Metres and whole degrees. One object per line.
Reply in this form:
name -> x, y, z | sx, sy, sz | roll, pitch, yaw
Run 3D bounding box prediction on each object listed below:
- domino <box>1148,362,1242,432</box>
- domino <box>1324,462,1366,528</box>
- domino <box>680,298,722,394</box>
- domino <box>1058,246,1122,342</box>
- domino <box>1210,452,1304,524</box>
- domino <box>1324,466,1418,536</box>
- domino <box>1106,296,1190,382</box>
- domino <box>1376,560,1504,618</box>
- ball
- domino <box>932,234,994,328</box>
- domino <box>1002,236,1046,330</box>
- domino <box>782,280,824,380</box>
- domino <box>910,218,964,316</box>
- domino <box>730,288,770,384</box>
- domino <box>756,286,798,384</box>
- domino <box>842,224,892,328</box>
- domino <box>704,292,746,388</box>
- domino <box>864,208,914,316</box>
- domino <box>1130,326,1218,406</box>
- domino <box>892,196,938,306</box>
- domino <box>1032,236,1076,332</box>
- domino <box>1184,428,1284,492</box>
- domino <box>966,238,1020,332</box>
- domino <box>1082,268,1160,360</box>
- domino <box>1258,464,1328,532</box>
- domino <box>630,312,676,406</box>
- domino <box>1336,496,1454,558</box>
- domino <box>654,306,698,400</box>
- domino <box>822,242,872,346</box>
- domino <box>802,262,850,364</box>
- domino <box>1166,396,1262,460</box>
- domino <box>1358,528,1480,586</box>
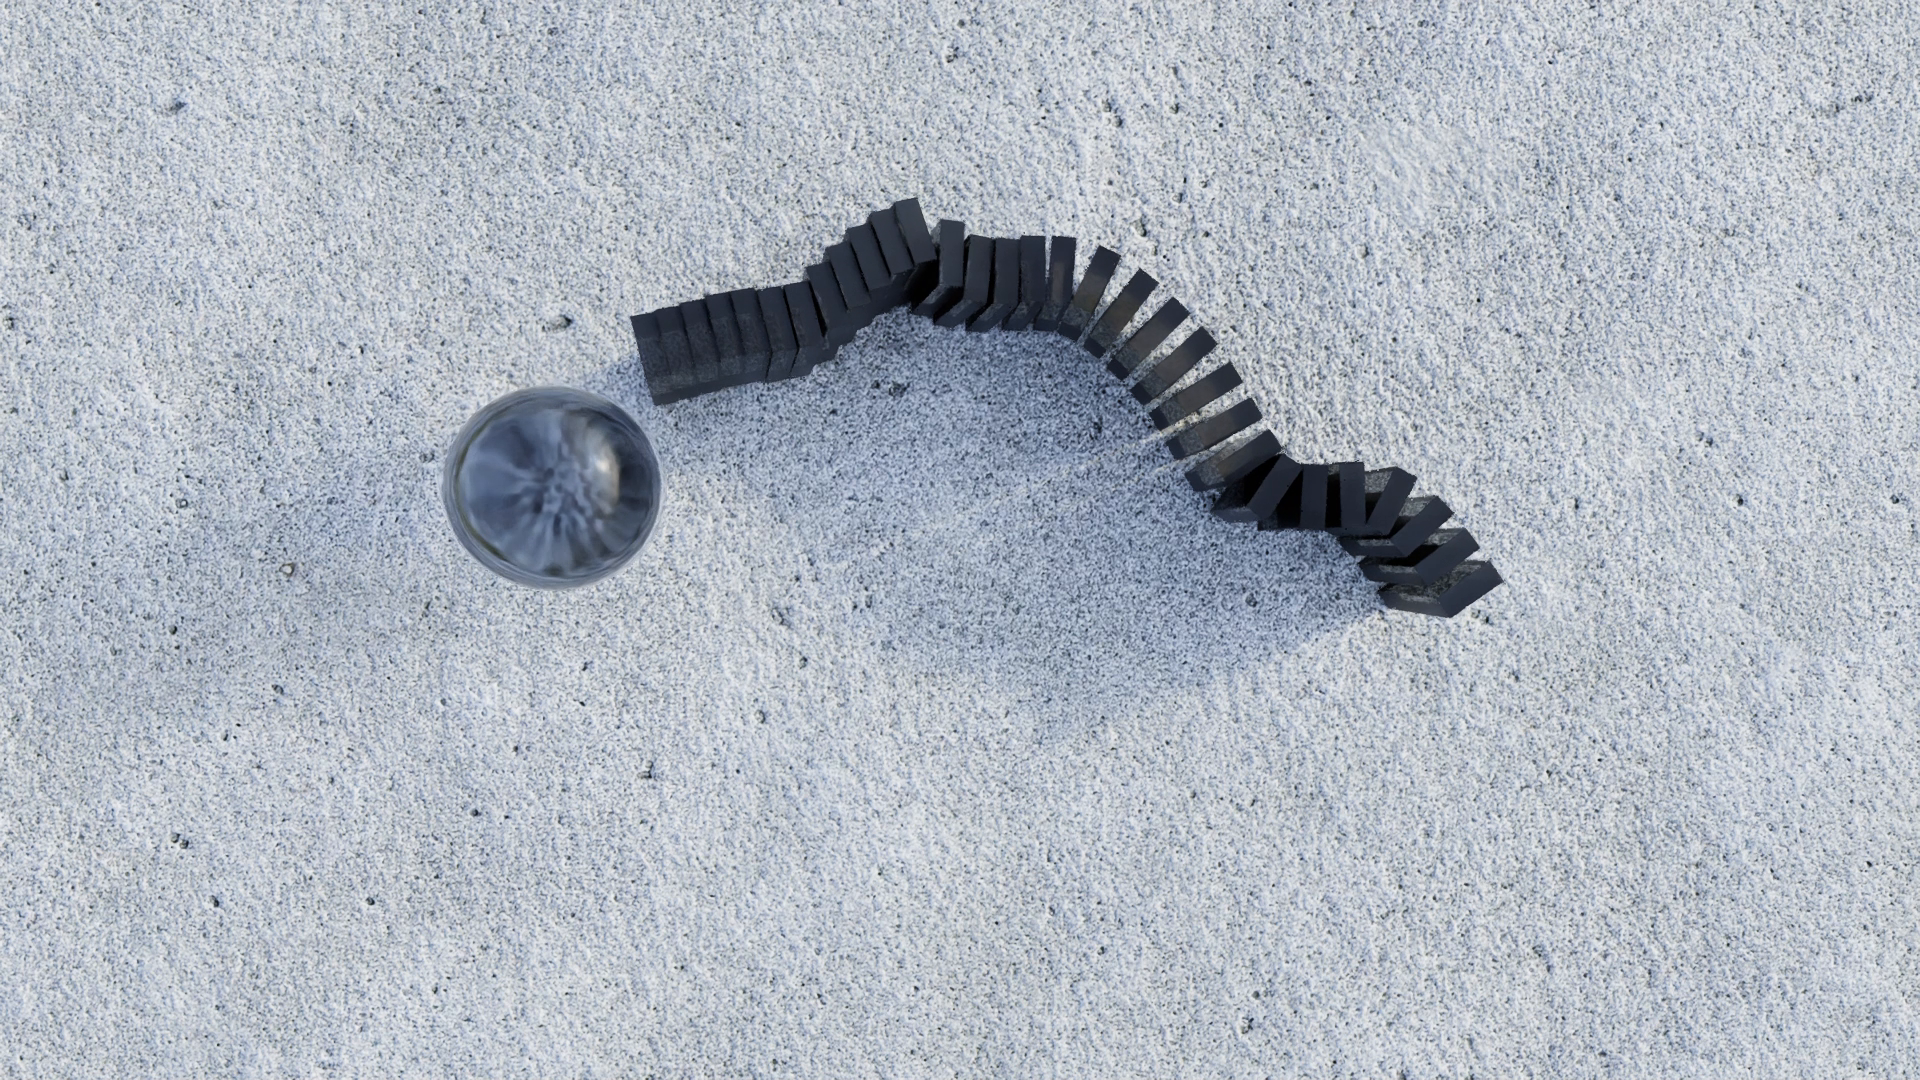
domino -> 0.095, -0.058, 0.375 | 0.025, 0.050, 0.009 | -31, 90, 0
domino -> 0.150, -0.017, 0.375 | 0.009, 0.050, 0.025 | -1, 90, 0
domino -> -0.106, -0.078, 0.375 | 0.009, 0.050, 0.025 | -15, 90, -15
domino -> 0.052, -0.100, 0.375 | 0.009, 0.050, 0.025 | 26, 90, 0
domino -> 0.120, -0.020, 0.375 | 0.010, 0.050, 0.025 | 34, 90, 0
domino -> 0.165, -0.015, 0.375 | 0.009, 0.050, 0.025 | 27, 90, 0
domino -> 0.076, -0.081, 0.375 | 0.025, 0.050, 0.010 | -45, 90, 0
domino -> 0.195, 0.019, 0.375 | 0.025, 0.050, 0.009 | -35, 90, 0
ball -> -0.158, -0.020, 0.360 | 0.080, 0.080, 0.080 | 0, 90, 0
domino -> 0.001, -0.105, 0.375 | 0.010, 0.050, 0.025 | 7, 90, -15
domino -> 0.025, -0.104, 0.375 | 0.010, 0.050, 0.025 | -1, 90, -6
domino -> -0.066, -0.085, 0.375 | 0.010, 0.050, 0.025 | -15, 90, -16
domino -> -0.010, -0.110, 0.375 | 0.009, 0.050, 0.025 | 2, 90, -15
domino -> -0.087, -0.082, 0.375 | 0.009, 0.050, 0.025 | -15, 90, -15
domino -> -0.076, -0.083, 0.375 | 0.009, 0.050, 0.025 | -15, 90, -15
domino -> -0.041, -0.106, 0.375 | 0.010, 0.050, 0.025 | -20, 90, -16
domino -> -0.096, -0.081, 0.375 | 0.010, 0.050, 0.025 | -15, 90, -15
domino -> -0.033, -0.112, 0.375 | 0.009, 0.050, 0.025 | -20, 90, -16
domino -> 0.086, -0.070, 0.375 | 0.025, 0.050, 0.010 | -42, 90, 0
domino -> -0.024, -0.116, 0.375 | 0.009, 0.050, 0.025 | -19, 90, -16
domino -> 0.038, -0.104, 0.375 | 0.009, 0.050, 0.025 | 5, 90, -2
domino -> 0.111, -0.032, 0.375 | 0.025, 0.050, 0.010 | -34, 90, 0
domino -> 0.013, -0.103, 0.375 | 0.010, 0.050, 0.025 | 2, 90, -12
domino -> 0.065, -0.091, 0.375 | 0.010, 0.050, 0.025 | 38, 90, 0
domino -> 0.135, -0.016, 0.375 | 0.009, 0.050, 0.025 | 3, 90, 0
domino -> -0.125, -0.073, 0.375 | 0.009, 0.050, 0.025 | -15, 90, -15
domino -> 0.176, -0.005, 0.375 | 0.025, 0.050, 0.009 | -42, 90, 0
domino -> -0.115, -0.075, 0.375 | 0.009, 0.050, 0.025 | -15, 90, -15
domino -> -0.049, -0.099, 0.375 | 0.010, 0.050, 0.025 | -20, 90, -16
domino -> -0.057, -0.091, 0.375 | 0.010, 0.050, 0.025 | -20, 90, -16
domino -> 0.103, -0.045, 0.375 | 0.025, 0.050, 0.010 | -29, 90, 0
domino -> 0.186, 0.007, 0.375 | 0.025, 0.050, 0.009 | -37, 90, 0
